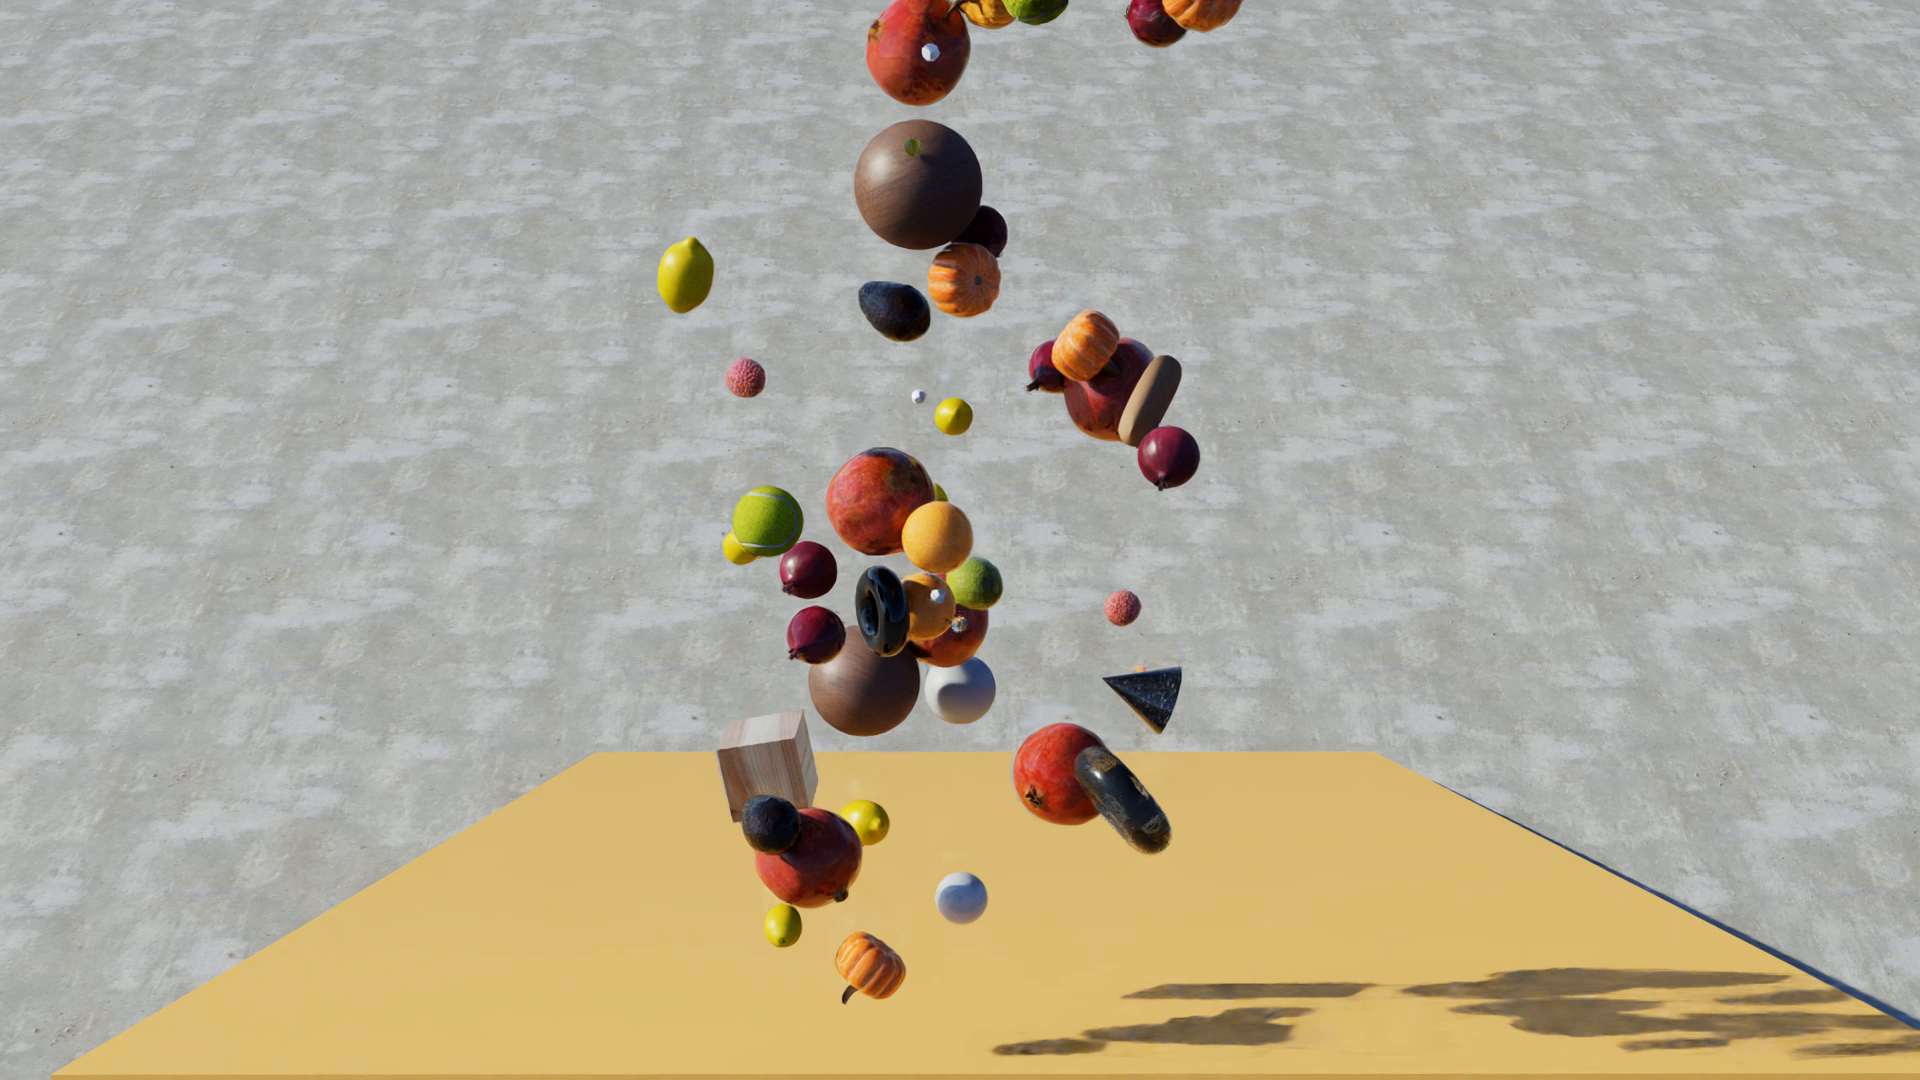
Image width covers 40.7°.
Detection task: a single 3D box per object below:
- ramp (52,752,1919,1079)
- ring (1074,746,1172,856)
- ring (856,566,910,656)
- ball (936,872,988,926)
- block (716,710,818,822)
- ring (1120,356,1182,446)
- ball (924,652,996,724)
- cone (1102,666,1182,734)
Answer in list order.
[{"bbox_3d":[0.067,0.596,4.652,2.000,0.100,4.000,0,0,0],"label":"ramp"},{"bbox_3d":[0.176,0.282,2.802,0.046,0.139,0.139,-40,40,-6],"label":"ring"},{"bbox_3d":[-0.081,0.074,2.709,0.033,0.098,0.098,-8,30,-23],"label":"ring"},{"bbox_3d":[0.002,0.400,2.888,0.059,0.059,0.059,0,30,0],"label":"ball"},{"bbox_3d":[-0.223,0.263,3.013,0.091,0.091,0.091,-9,16,6],"label":"block"},{"bbox_3d":[0.189,-0.138,2.575,0.033,0.098,0.098,28,35,7],"label":"ring"},{"bbox_3d":[0.000,0.178,3.092,0.085,0.085,0.085,0,30,0],"label":"ball"},{"bbox_3d":[0.197,0.168,2.910,0.081,0.081,0.081,19,29,-7],"label":"cone"}]
